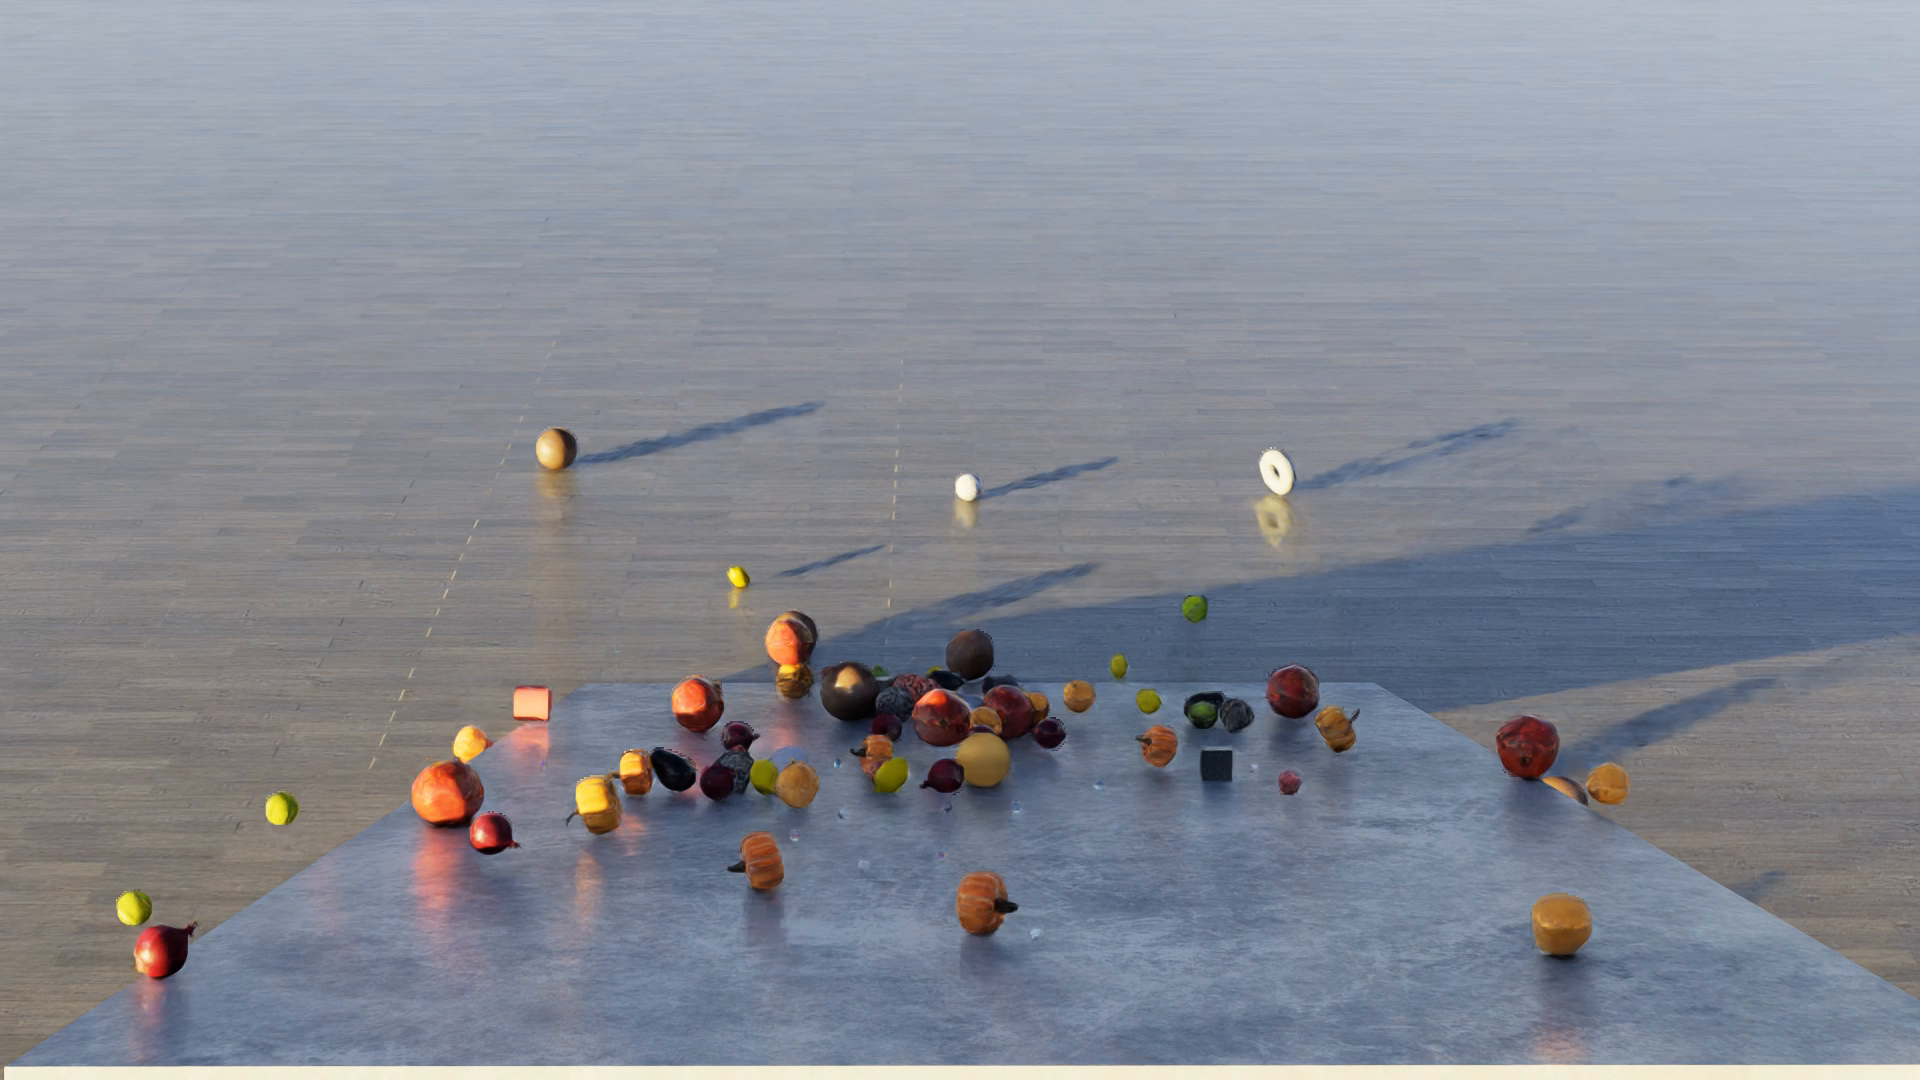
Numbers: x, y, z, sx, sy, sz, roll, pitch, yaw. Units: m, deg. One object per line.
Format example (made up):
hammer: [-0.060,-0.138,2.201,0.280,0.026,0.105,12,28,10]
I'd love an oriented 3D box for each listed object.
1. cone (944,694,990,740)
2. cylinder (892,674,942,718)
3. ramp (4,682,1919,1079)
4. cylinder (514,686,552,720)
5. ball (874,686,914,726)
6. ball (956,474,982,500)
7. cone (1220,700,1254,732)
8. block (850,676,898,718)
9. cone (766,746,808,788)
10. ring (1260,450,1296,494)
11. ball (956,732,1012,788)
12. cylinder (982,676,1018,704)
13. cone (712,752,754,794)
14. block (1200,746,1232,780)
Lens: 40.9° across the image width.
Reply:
cone: [0.009,0.388,5.332,0.100,0.100,0.100,2,29,5]
cylinder: [-0.097,0.344,5.692,0.087,0.087,0.087,15,-2,30]
ramp: [0.054,0.491,4.542,2.000,0.100,4.000,0,2,0]
cylinder: [-0.931,0.357,5.614,0.072,0.072,0.072,2,24,-2]
ball: [-0.142,0.358,5.566,0.085,0.085,0.085,0,24,0]
ball: [0.028,-0.161,7.869,0.082,0.082,0.082,0,24,0]
cone: [0.576,0.388,5.453,0.074,0.074,0.074,7,31,16]
block: [-0.192,0.351,5.745,0.086,0.086,0.086,0,2,13]
cone: [-0.298,0.422,4.594,0.078,0.078,0.078,-7,31,-15]
ring: [0.975,-0.208,7.892,0.048,0.144,0.144,-24,32,-25]
ball: [0.042,0.390,4.571,0.098,0.098,0.098,0,24,0]
cylinder: [0.094,0.349,6.025,0.061,0.061,0.061,-4,22,-30]
cone: [-0.389,0.424,4.514,0.079,0.079,0.079,-7,31,-15]
block: [0.467,0.408,4.692,0.054,0.054,0.054,0,2,3]
